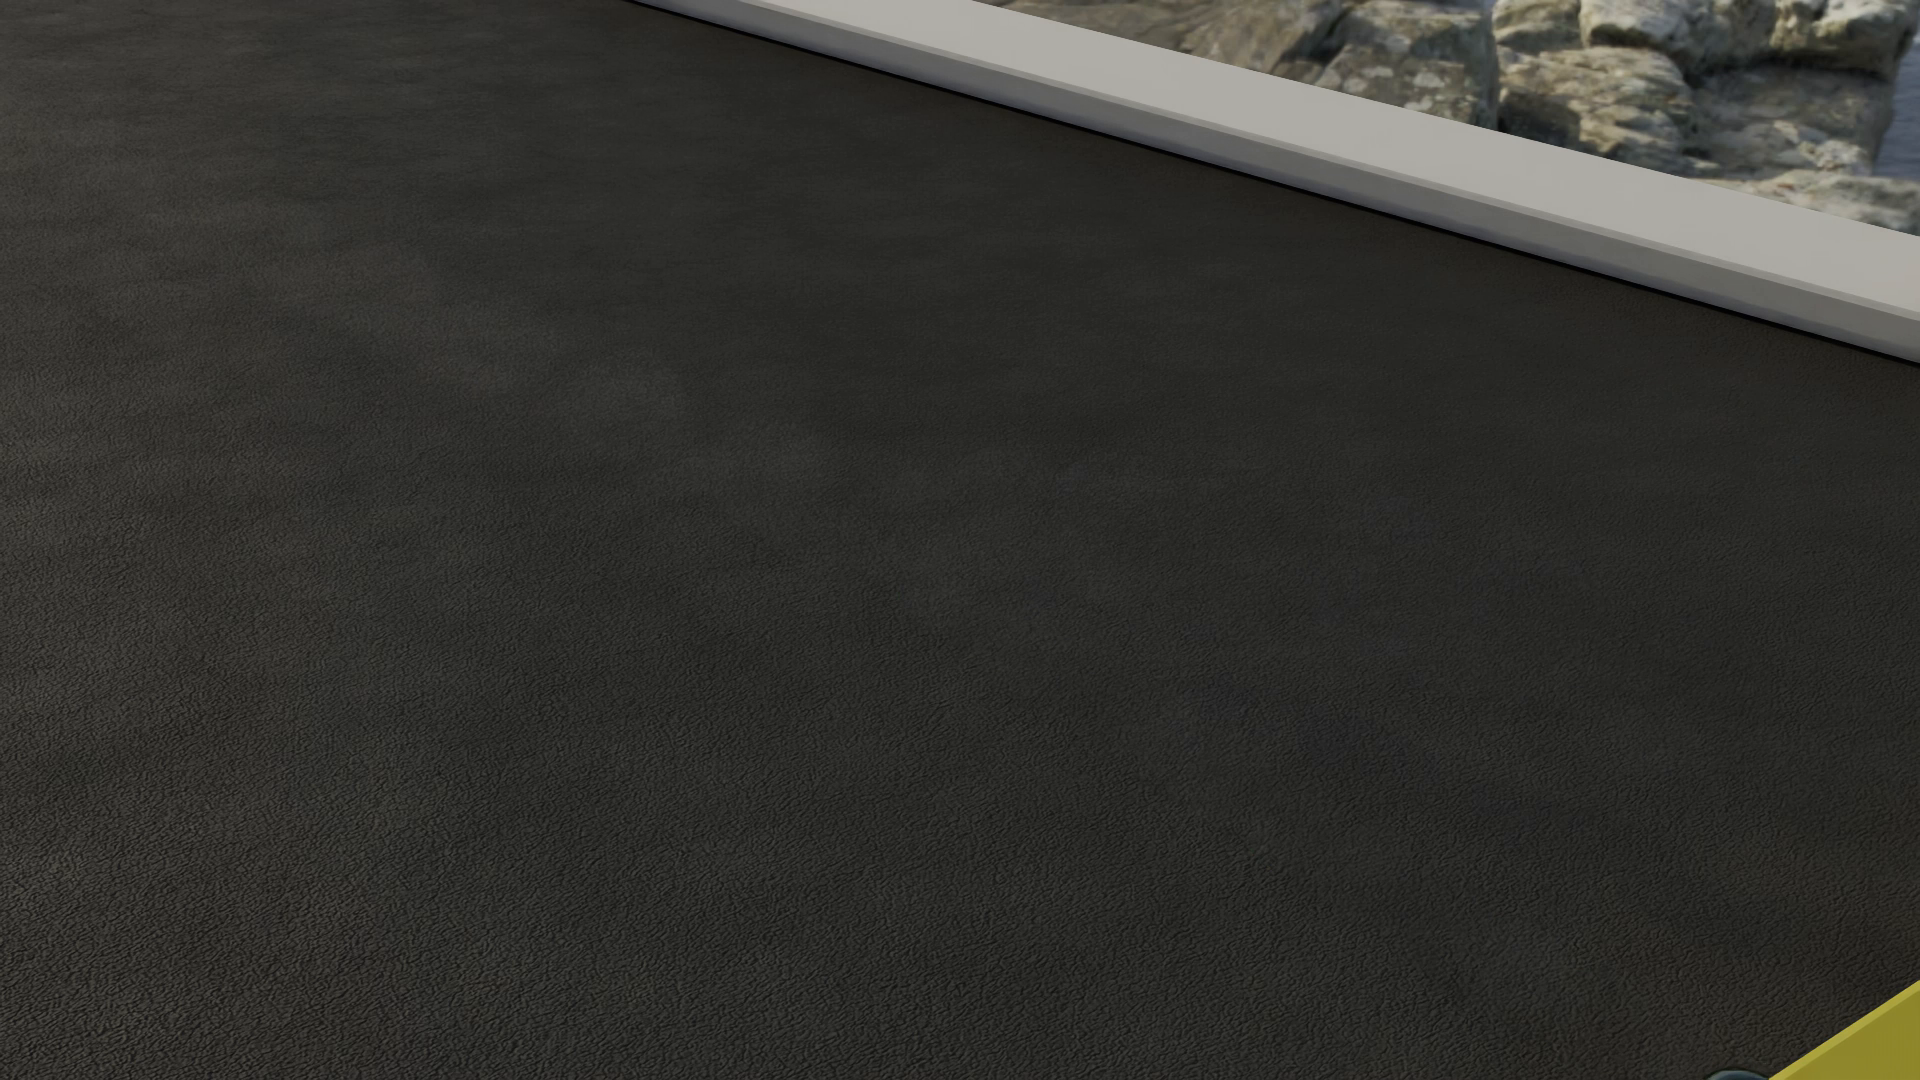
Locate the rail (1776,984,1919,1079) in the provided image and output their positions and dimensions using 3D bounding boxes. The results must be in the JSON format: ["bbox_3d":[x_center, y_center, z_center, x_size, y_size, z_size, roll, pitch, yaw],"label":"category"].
[{"bbox_3d":[0.627,0.242,1.722,2.046,0.121,0.045,-20,30,-38],"label":"rail"}]

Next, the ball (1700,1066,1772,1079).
[{"bbox_3d":[0.428,0.321,1.619,0.060,0.060,0.060,0,23,0],"label":"ball"}]

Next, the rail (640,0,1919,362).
[{"bbox_3d":[0.100,-0.577,3.630,0.045,0.121,3.837,-20,30,-38],"label":"rail"}]
